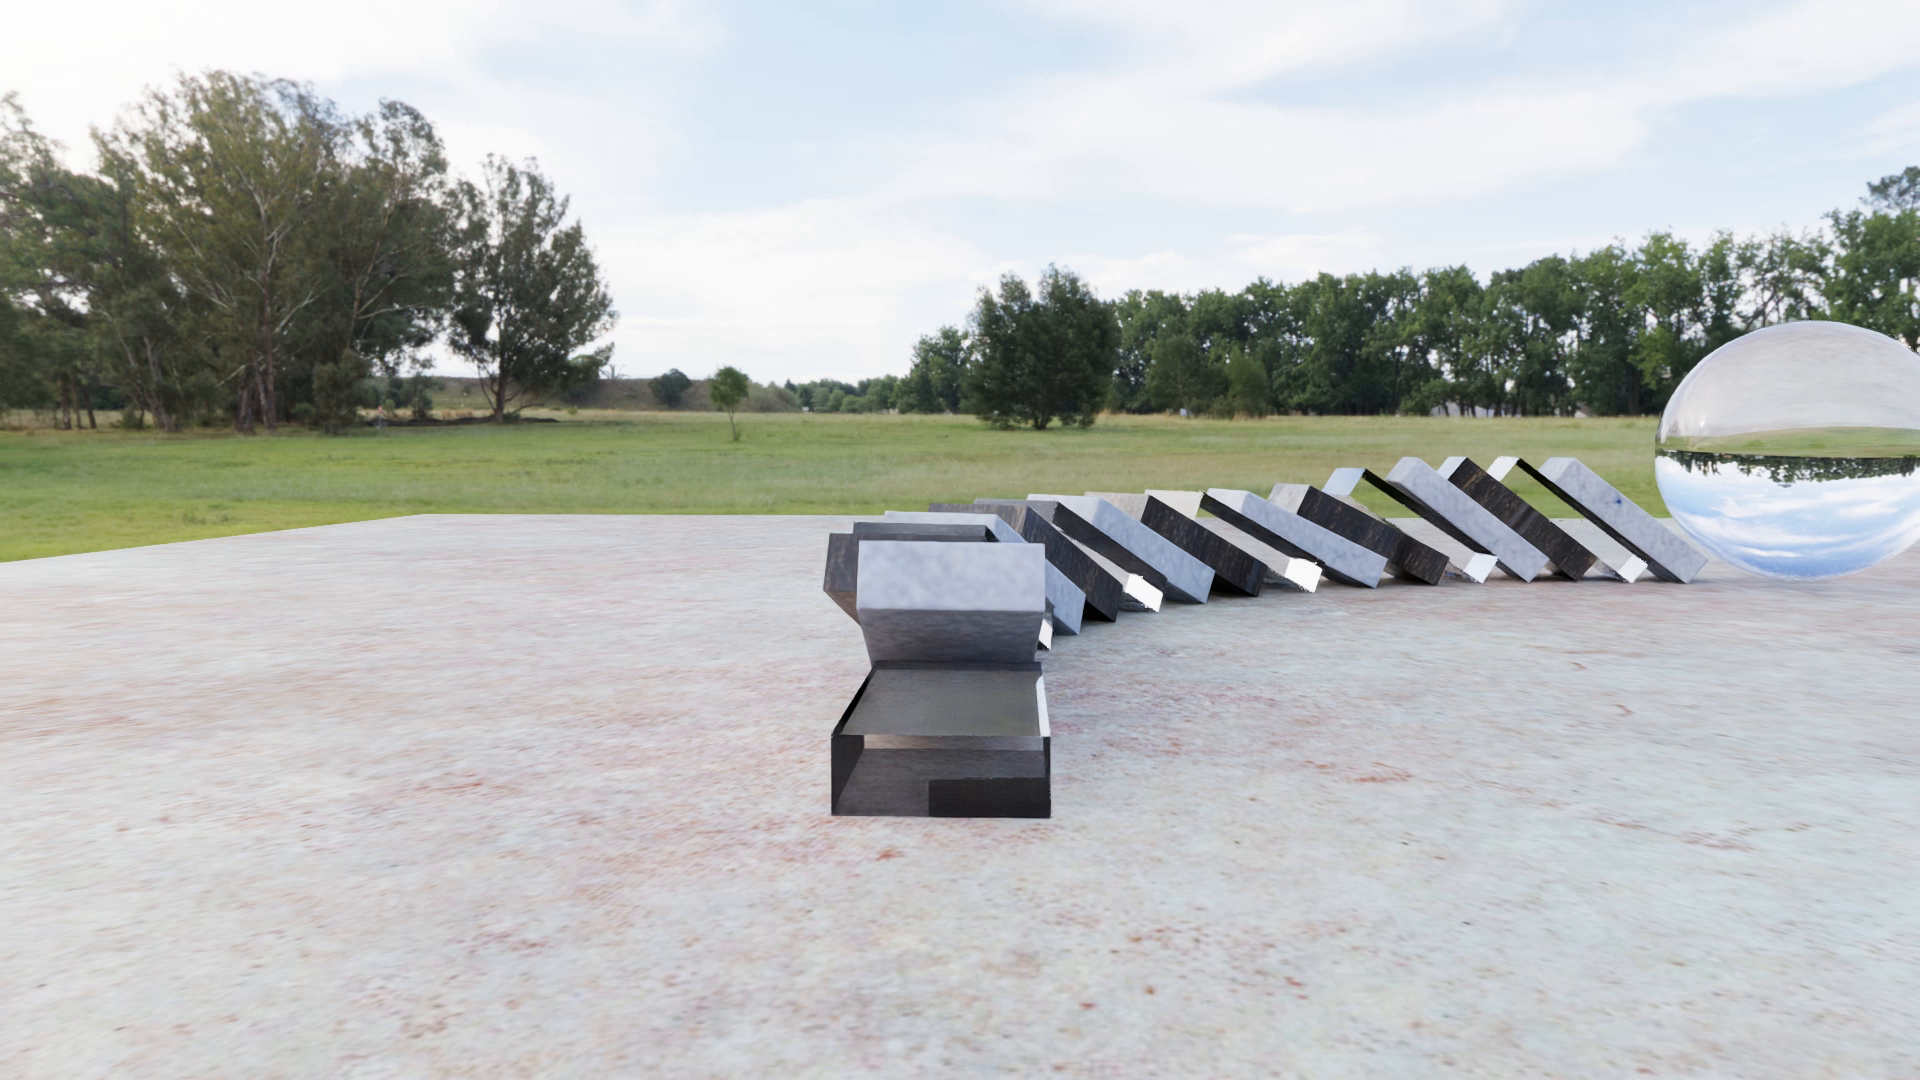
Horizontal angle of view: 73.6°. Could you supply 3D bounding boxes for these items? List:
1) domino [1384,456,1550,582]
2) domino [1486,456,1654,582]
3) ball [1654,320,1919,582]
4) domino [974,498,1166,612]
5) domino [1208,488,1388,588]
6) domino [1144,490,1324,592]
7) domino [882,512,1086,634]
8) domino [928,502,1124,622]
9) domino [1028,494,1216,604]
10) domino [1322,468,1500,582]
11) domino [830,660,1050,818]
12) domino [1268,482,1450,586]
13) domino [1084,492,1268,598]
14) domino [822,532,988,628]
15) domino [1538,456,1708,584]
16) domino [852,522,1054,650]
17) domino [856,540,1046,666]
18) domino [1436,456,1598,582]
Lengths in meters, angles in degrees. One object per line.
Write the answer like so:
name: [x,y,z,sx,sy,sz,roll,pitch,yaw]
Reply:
domino: [0.160,-0.007,0.406,0.050,0.009,0.025,39,9,4]
domino: [0.191,-0.007,0.406,0.050,0.010,0.025,39,9,4]
ball: [0.260,-0.027,0.397,0.080,0.080,0.080,0,4,0]
domino: [0.027,0.004,0.317,0.025,0.010,0.050,4,-19,42]
domino: [0.099,-0.001,0.383,0.050,0.010,0.025,24,-2,-15]
domino: [0.077,0.000,0.367,0.050,0.010,0.025,26,-9,-29]
domino: [0.006,0.008,0.272,0.025,0.009,0.050,2,-19,28]
domino: [0.015,0.006,0.295,0.025,0.010,0.050,3,-20,33]
domino: [0.042,0.003,0.336,0.050,0.009,0.025,29,-16,-39]
domino: [0.140,-0.005,0.401,0.050,0.009,0.025,32,2,-5]
domino: [-0.001,0.025,0.171,0.025,0.010,0.050,0,4,2]
domino: [0.121,-0.002,0.392,0.050,0.010,0.025,26,0,-10]
domino: [0.058,0.001,0.353,0.050,0.010,0.025,27,-12,-33]
domino: [-0.004,0.012,0.222,0.025,0.010,0.050,1,-19,13]
domino: [0.206,-0.007,0.402,0.050,0.009,0.025,39,9,4]
domino: [0.000,0.010,0.248,0.025,0.009,0.050,2,-19,19]
domino: [-0.001,0.013,0.195,0.025,0.010,0.050,1,-20,0]
domino: [0.175,-0.007,0.408,0.050,0.009,0.025,39,9,5]
